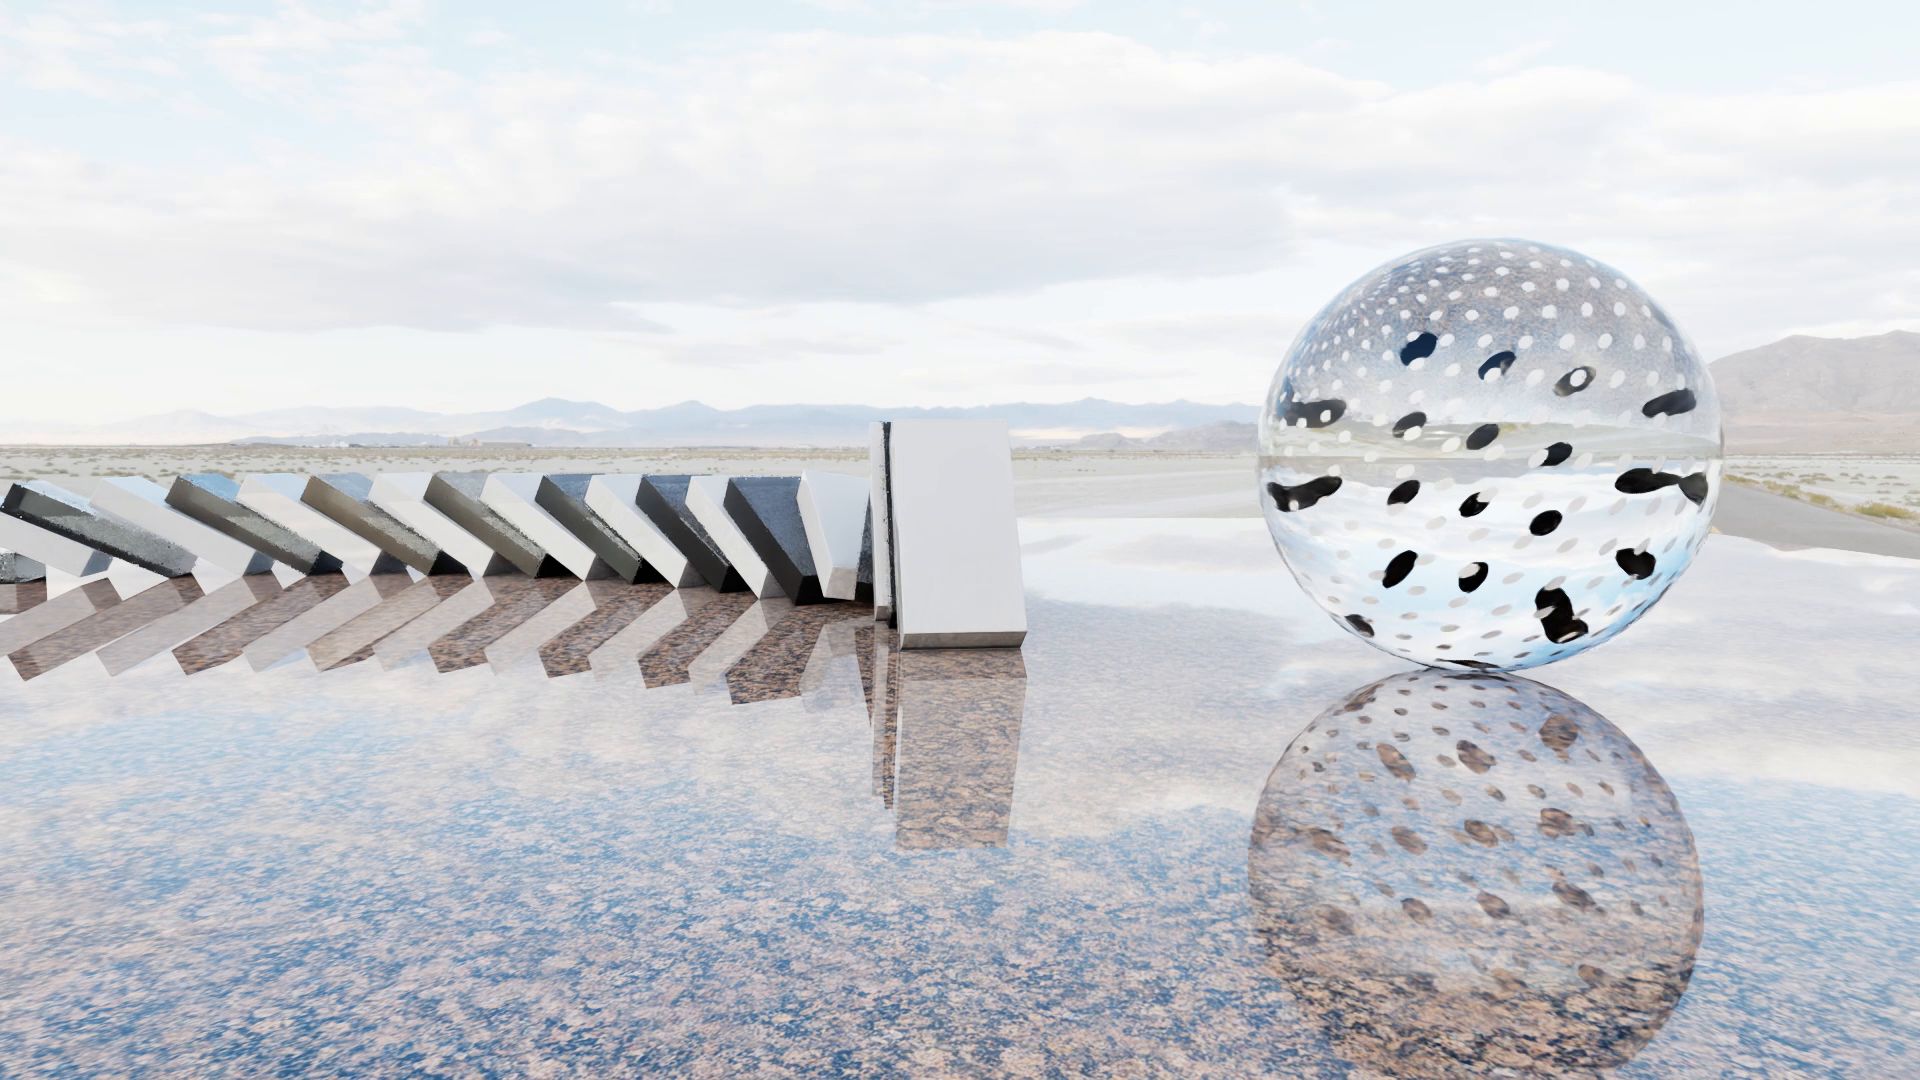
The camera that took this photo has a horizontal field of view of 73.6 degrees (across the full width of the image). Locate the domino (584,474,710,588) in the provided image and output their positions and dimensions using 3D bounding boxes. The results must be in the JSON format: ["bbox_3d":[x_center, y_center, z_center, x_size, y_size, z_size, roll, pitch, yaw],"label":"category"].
[{"bbox_3d":[-0.091,-0.004,0.398,0.050,0.009,0.025,37,25,29],"label":"domino"}]

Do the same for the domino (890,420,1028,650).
[{"bbox_3d":[-0.001,-0.002,0.272,0.025,0.050,0.009,-1,-26,-7],"label":"domino"}]

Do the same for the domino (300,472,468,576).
[{"bbox_3d":[-0.189,-0.006,0.427,0.050,0.009,0.025,30,8,5],"label":"domino"}]

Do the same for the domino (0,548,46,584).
[{"bbox_3d":[-0.315,0.008,0.394,0.050,0.009,0.025,-1,4,-18],"label":"domino"}]

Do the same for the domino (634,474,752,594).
[{"bbox_3d":[-0.074,-0.003,0.387,0.025,0.009,0.050,-4,36,-46],"label":"domino"}]

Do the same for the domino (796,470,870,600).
[{"bbox_3d":[-0.028,-0.001,0.349,0.025,0.009,0.050,7,30,-21],"label":"domino"}]

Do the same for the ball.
[{"bbox_3d":[0.096,-0.015,0.239,0.080,0.080,0.080,0,4,0],"label":"ball"}]

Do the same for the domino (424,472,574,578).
[{"bbox_3d":[-0.148,-0.006,0.422,0.050,0.010,0.025,32,14,15],"label":"domino"}]

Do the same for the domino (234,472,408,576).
[{"bbox_3d":[-0.210,-0.006,0.427,0.050,0.009,0.025,29,5,1],"label":"domino"}]

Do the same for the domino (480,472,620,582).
[{"bbox_3d":[-0.128,-0.005,0.416,0.050,0.009,0.025,34,17,20],"label":"domino"}]

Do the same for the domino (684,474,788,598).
[{"bbox_3d":[-0.058,-0.002,0.374,0.025,0.009,0.050,-3,35,-39],"label":"domino"}]

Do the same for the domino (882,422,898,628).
[{"bbox_3d":[-0.005,-0.004,0.305,0.025,0.050,0.009,-1,-26,-7],"label":"domino"}]

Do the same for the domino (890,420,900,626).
[{"bbox_3d":[-0.002,-0.003,0.283,0.025,0.050,0.009,-1,-26,-7],"label":"domino"}]

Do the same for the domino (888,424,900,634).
[{"bbox_3d":[-0.003,-0.003,0.294,0.025,0.050,0.009,-1,-26,-7],"label":"domino"}]

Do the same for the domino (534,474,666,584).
[{"bbox_3d":[-0.109,-0.004,0.408,0.050,0.009,0.025,35,21,26],"label":"domino"}]

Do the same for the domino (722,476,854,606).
[{"bbox_3d":[-0.044,-0.001,0.359,0.025,0.009,0.050,-3,35,-35],"label":"domino"}]

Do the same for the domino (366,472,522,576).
[{"bbox_3d":[-0.168,-0.006,0.426,0.050,0.009,0.025,31,12,12],"label":"domino"}]

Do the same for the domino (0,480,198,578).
[{"bbox_3d":[-0.272,-0.003,0.409,0.050,0.009,0.025,26,-4,-18],"label":"domino"}]

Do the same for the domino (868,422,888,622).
[{"bbox_3d":[-0.009,-0.005,0.316,0.025,0.050,0.009,-1,-26,-7],"label":"domino"}]

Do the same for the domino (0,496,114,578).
[{"bbox_3d":[-0.295,-0.004,0.401,0.050,0.009,0.025,26,-4,-17],"label":"domino"}]

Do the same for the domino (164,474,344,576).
[{"bbox_3d":[-0.231,-0.005,0.424,0.050,0.009,0.025,29,2,-4],"label":"domino"}]

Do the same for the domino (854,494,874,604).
[{"bbox_3d":[-0.011,-0.006,0.330,0.025,0.050,0.009,8,-34,-4],"label":"domino"}]

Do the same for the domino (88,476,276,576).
[{"bbox_3d":[-0.252,-0.005,0.419,0.050,0.009,0.025,27,0,-10],"label":"domino"}]
